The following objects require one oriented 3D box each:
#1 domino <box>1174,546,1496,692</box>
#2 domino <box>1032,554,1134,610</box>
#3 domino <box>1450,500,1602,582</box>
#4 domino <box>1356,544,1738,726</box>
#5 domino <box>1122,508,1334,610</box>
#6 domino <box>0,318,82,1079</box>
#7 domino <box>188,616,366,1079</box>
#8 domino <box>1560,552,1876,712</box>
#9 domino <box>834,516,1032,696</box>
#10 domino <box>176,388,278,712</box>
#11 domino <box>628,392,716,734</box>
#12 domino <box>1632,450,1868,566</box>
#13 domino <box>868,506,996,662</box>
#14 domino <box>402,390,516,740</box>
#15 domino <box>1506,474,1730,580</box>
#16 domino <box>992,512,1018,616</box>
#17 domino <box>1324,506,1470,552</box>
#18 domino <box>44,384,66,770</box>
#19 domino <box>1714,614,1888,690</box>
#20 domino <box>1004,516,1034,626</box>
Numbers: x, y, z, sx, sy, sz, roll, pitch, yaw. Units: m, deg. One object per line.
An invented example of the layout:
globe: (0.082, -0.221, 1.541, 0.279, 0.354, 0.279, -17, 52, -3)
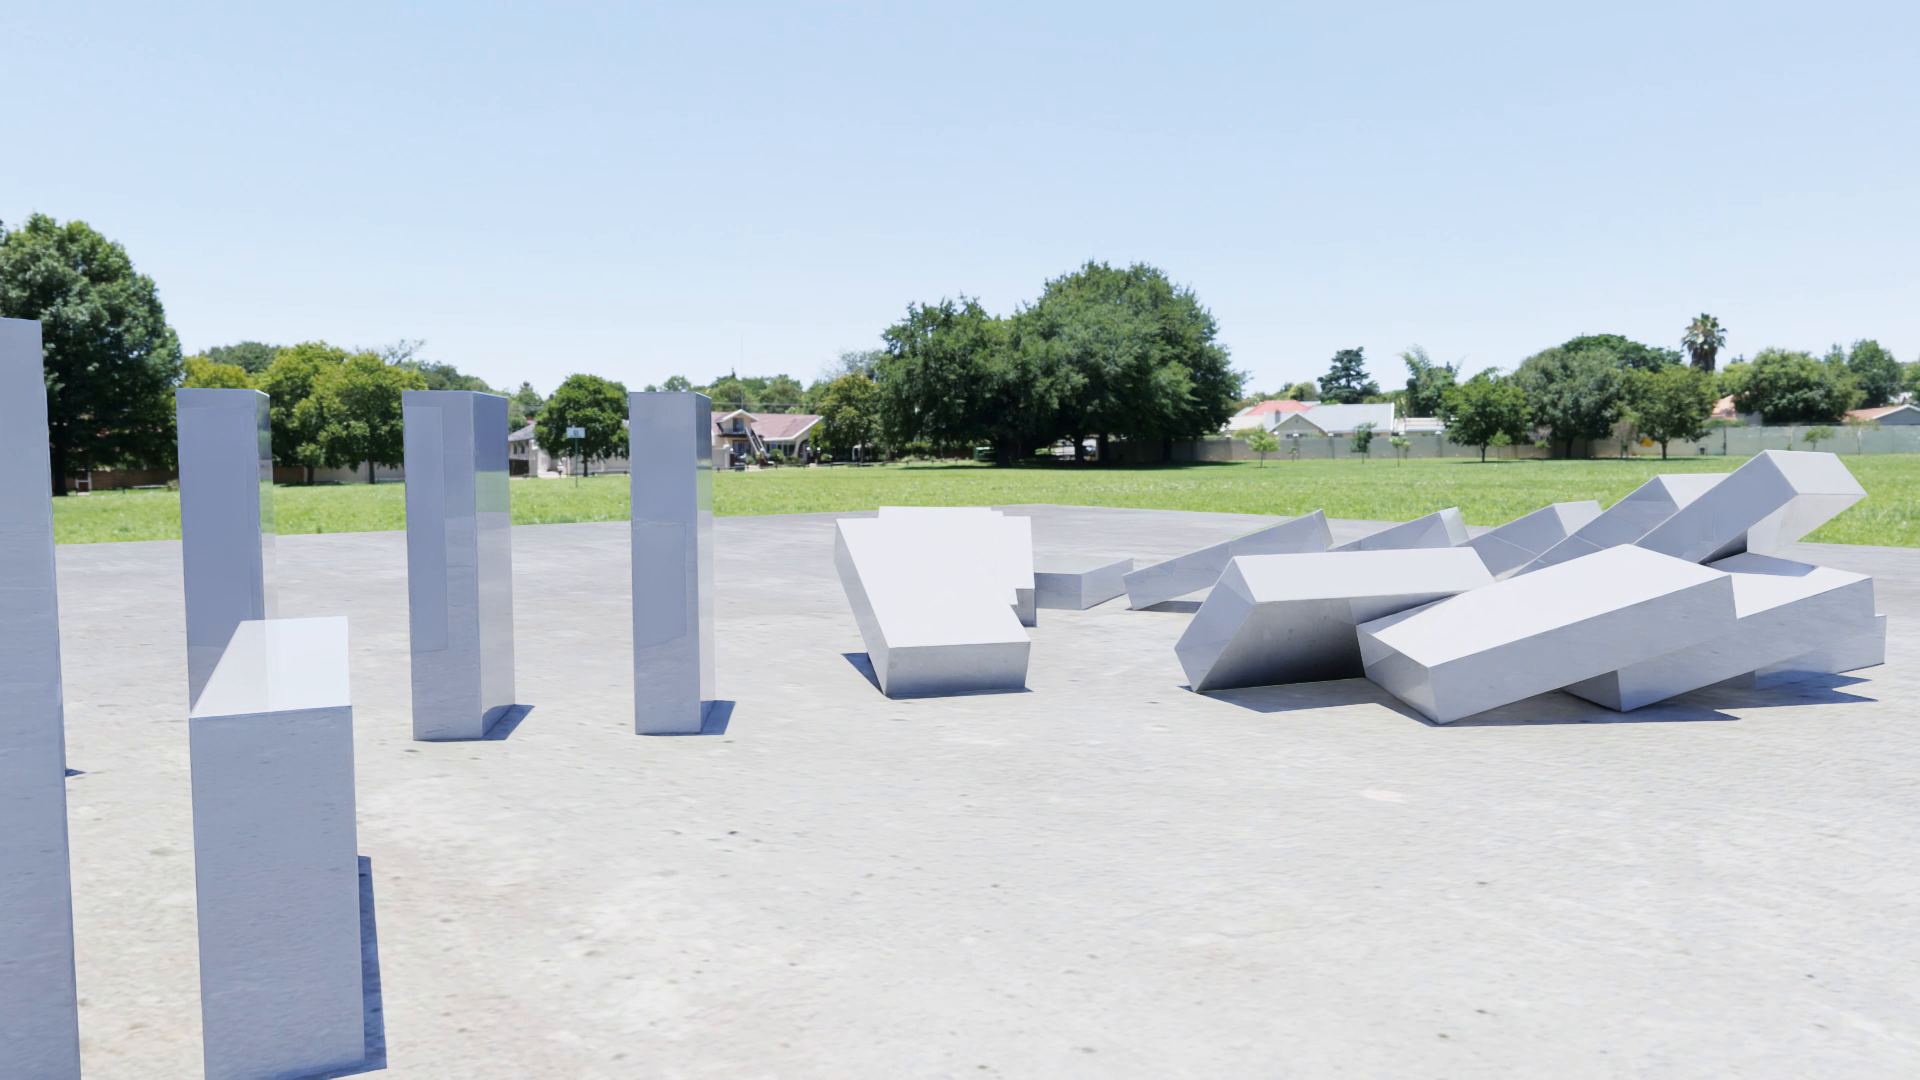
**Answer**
domino: (0.065, 0.014, 0.223, 0.050, 0.009, 0.025, -2, -40, -22)
domino: (0.029, 0.011, 0.355, 0.025, 0.009, 0.050, 2, 5, 23)
domino: (0.118, 0.006, 0.291, 0.025, 0.009, 0.050, -4, -19, -45)
domino: (0.094, 0.014, 0.207, 0.050, 0.009, 0.025, -16, 12, -5)
domino: (0.069, 0.005, 0.330, 0.050, 0.009, 0.025, -19, -3, 21)
domino: (-0.065, 0.012, 0.071, 0.009, 0.050, 0.025, 2, 5, 23)
domino: (-0.056, 0.022, 0.108, 0.010, 0.025, 0.050, -2, 5, -26)
domino: (0.124, 0.015, 0.219, 0.050, 0.009, 0.025, -15, 12, -12)
domino: (-0.007, 0.011, 0.240, 0.025, 0.010, 0.050, -1, 27, -16)
domino: (-0.106, 0.003, 0.187, 0.009, 0.050, 0.025, -2, 5, -24)
domino: (-0.044, 0.003, 0.199, 0.010, 0.050, 0.025, 0, 4, -6)
domino: (0.140, 0.002, 0.243, 0.025, 0.009, 0.050, -1, -34, -32)
domino: (-0.005, 0.008, 0.268, 0.025, 0.009, 0.050, 1, 27, -1)
domino: (-0.076, 0.003, 0.195, 0.009, 0.050, 0.025, -1, 4, -9)
domino: (0.133, 0.004, 0.264, 0.025, 0.009, 0.050, -3, -30, -31)
domino: (-0.001, 0.008, 0.293, 0.025, 0.009, 0.050, 0, 24, -2)
domino: (0.097, 0.005, 0.315, 0.050, 0.009, 0.025, -22, -8, 29)
domino: (-0.130, 0.005, 0.167, 0.025, 0.050, 0.009, 2, 5, 28)
domino: (0.152, 0.019, 0.246, 0.050, 0.009, 0.025, -3, 5, -33)
domino: (0.006, 0.007, 0.323, 0.025, 0.010, 0.050, 0, 20, 2)
